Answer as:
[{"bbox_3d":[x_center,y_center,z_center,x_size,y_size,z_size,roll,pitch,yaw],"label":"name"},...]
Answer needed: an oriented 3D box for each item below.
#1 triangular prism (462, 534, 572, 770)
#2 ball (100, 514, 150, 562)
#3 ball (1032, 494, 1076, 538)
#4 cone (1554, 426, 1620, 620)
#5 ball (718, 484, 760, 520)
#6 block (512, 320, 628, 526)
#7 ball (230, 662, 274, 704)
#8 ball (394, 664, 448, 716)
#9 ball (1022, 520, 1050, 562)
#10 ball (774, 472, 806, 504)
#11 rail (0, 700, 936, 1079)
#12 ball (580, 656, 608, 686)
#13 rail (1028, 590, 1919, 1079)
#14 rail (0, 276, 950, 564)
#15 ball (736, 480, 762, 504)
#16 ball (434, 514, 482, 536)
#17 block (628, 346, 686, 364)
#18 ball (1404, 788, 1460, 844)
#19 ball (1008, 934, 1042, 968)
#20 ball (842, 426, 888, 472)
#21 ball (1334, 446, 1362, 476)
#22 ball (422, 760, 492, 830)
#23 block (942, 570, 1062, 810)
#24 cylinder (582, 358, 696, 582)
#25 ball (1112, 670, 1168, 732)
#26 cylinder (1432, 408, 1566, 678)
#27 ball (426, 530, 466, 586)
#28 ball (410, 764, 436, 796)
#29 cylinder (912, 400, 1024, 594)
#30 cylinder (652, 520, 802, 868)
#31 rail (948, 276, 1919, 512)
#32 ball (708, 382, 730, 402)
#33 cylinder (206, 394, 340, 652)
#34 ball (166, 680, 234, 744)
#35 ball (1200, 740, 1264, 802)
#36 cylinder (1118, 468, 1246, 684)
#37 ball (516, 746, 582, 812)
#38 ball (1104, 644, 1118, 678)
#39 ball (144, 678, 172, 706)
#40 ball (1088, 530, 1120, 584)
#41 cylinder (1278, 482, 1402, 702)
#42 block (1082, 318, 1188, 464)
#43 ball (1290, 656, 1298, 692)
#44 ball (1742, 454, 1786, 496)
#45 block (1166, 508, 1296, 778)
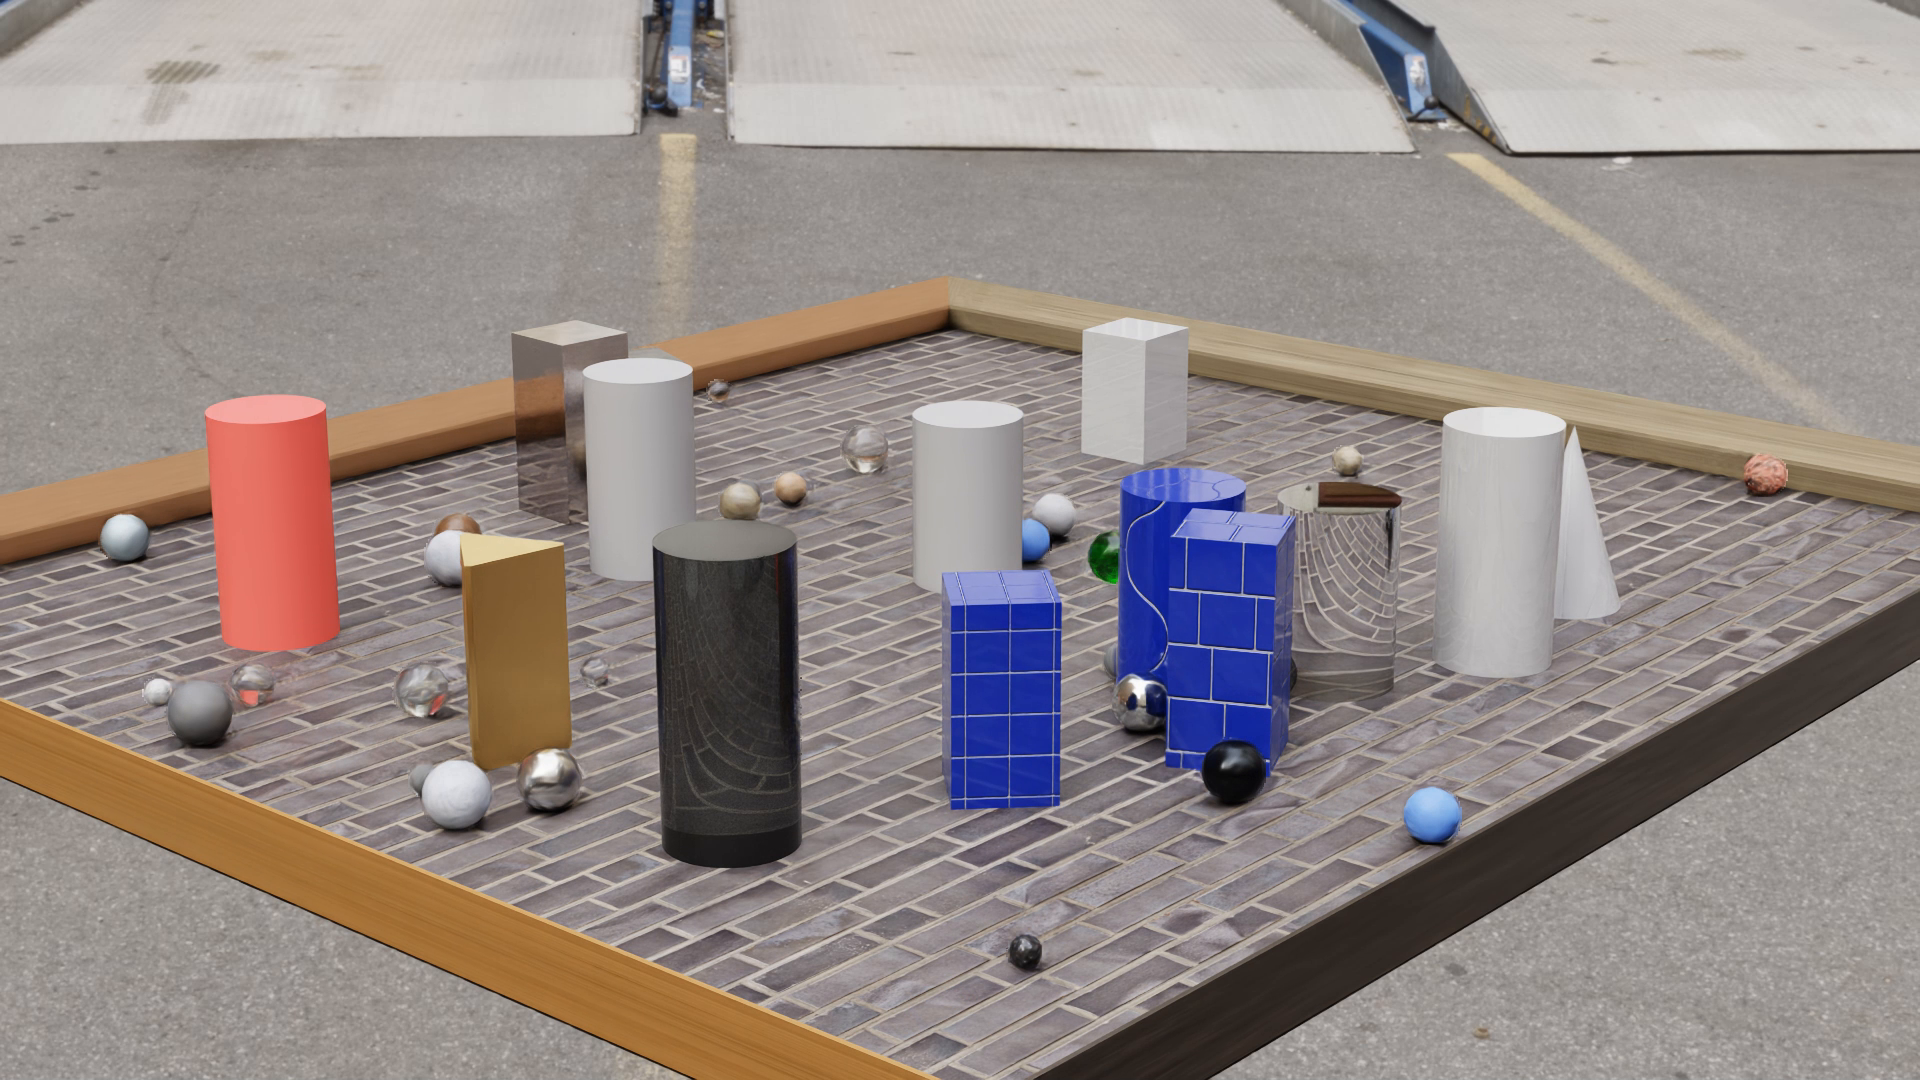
[{"bbox_3d":[-0.695,0.158,4.372,0.168,0.318,0.146,-14,22,-40],"label":"triangular prism"},{"bbox_3d":[-1.513,-0.005,5.312,0.086,0.086,0.086,0,17,0],"label":"ball"},{"bbox_3d":[0.174,-0.044,5.451,0.082,0.082,0.082,0,17,0],"label":"ball"},{"bbox_3d":[1.048,-0.044,5.046,0.194,0.317,0.194,0,17,0],"label":"cone"},{"bbox_3d":[-0.416,-0.068,5.534,0.079,0.079,0.079,0,17,0],"label":"ball"},{"bbox_3d":[-0.738,-0.225,5.591,0.155,0.348,0.155,16,23,42],"label":"block"},{"bbox_3d":[-1.107,0.224,4.589,0.066,0.066,0.066,0,17,0],"label":"ball"},{"bbox_3d":[-0.833,0.232,4.535,0.083,0.083,0.083,0,17,0],"label":"ball"},{"bbox_3d":[0.124,0.001,5.308,0.078,0.078,0.078,0,17,0],"label":"ball"},{"bbox_3d":[-0.327,-0.099,5.668,0.062,0.062,0.062,0,17,0],"label":"ball"},{"bbox_3d":[-1.026,0.373,3.989,2.838,0.126,0.045,14,22,39],"label":"rail"},{"bbox_3d":[-0.583,0.209,4.672,0.047,0.047,0.047,0,17,0],"label":"ball"},{"bbox_3d":[1.054,0.296,4.244,0.045,0.126,3.176,14,22,39],"label":"rail"},{"bbox_3d":[-1.054,-0.233,5.996,0.045,0.126,3.176,14,22,39],"label":"rail"},{"bbox_3d":[-0.409,-0.084,5.618,0.063,0.063,0.063,0,17,0],"label":"ball"},{"bbox_3d":[-0.911,-0.006,5.319,0.086,0.086,0.086,0,17,0],"label":"ball"},{"bbox_3d":[-0.644,-0.241,5.820,0.155,0.245,0.155,-8,19,-26],"label":"block"},{"bbox_3d":[0.652,0.380,4.052,0.077,0.077,0.077,0,17,0],"label":"ball"},{"bbox_3d":[0.082,0.515,3.667,0.043,0.043,0.043,0,17,0],"label":"ball"},{"bbox_3d":[-0.190,-0.183,5.890,0.094,0.094,0.094,0,17,0],"label":"ball"},{"bbox_3d":[0.776,-0.159,5.873,0.057,0.057,0.057,0,17,0],"label":"ball"},{"bbox_3d":[-0.704,0.356,4.100,0.097,0.097,0.097,0,17,0],"label":"ball"},{"bbox_3d":[0.058,0.213,4.211,0.155,0.306,0.155,-1,17,-5],"label":"block"},{"bbox_3d":[-0.571,-0.128,5.246,0.194,0.360,0.194,0,17,0],"label":"cylinder"},{"bbox_3d":[0.277,0.246,4.470,0.093,0.093,0.093,0,17,0],"label":"ball"},{"bbox_3d":[0.871,0.002,4.747,0.194,0.400,0.194,0,17,0],"label":"cylinder"},{"bbox_3d":[-0.895,0.031,5.175,0.097,0.097,0.097,0,17,0],"label":"ball"},{"bbox_3d":[-0.769,0.345,4.222,0.047,0.047,0.047,0,17,0],"label":"ball"},{"bbox_3d":[0.014,-0.076,5.174,0.194,0.302,0.194,0,17,0],"label":"cylinder"},{"bbox_3d":[-0.316,0.208,4.003,0.194,0.436,0.194,0,17,0],"label":"cylinder"},{"bbox_3d":[1.026,-0.310,6.251,2.838,0.126,0.045,14,22,39],"label":"rail"},{"bbox_3d":[-0.531,-0.327,6.450,0.046,0.046,0.046,0,17,0],"label":"ball"},{"bbox_3d":[-1.141,-0.030,4.874,0.194,0.387,0.194,0,17,0],"label":"cylinder"},{"bbox_3d":[-1.146,0.259,4.419,0.097,0.097,0.097,0,17,0],"label":"ball"},{"bbox_3d":[0.390,0.330,4.195,0.091,0.091,0.091,0,17,0],"label":"ball"},{"bbox_3d":[0.344,0.083,4.567,0.194,0.350,0.194,0,17,0],"label":"cylinder"},{"bbox_3d":[-0.583,0.339,4.163,0.091,0.091,0.091,0,17,0],"label":"ball"},{"bbox_3d":[0.261,0.194,4.702,0.059,0.059,0.059,0,17,0],"label":"ball"},{"bbox_3d":[-1.253,0.238,4.586,0.042,0.042,0.042,0,17,0],"label":"ball"},{"bbox_3d":[0.274,0.029,5.185,0.095,0.095,0.095,0,17,0],"label":"ball"},{"bbox_3d":[0.597,0.081,4.651,0.194,0.305,0.194,0,17,0],"label":"cylinder"},{"bbox_3d":[0.359,-0.307,6.019,0.155,0.258,0.155,13,21,36],"label":"block"},{"bbox_3d":[0.485,0.209,4.600,0.088,0.088,0.088,0,17,0],"label":"ball"},{"bbox_3d":[1.572,-0.128,5.731,0.080,0.080,0.080,0,17,0],"label":"ball"},{"bbox_3d":[0.400,0.150,4.336,0.155,0.354,0.155,5,17,16],"label":"block"}]
